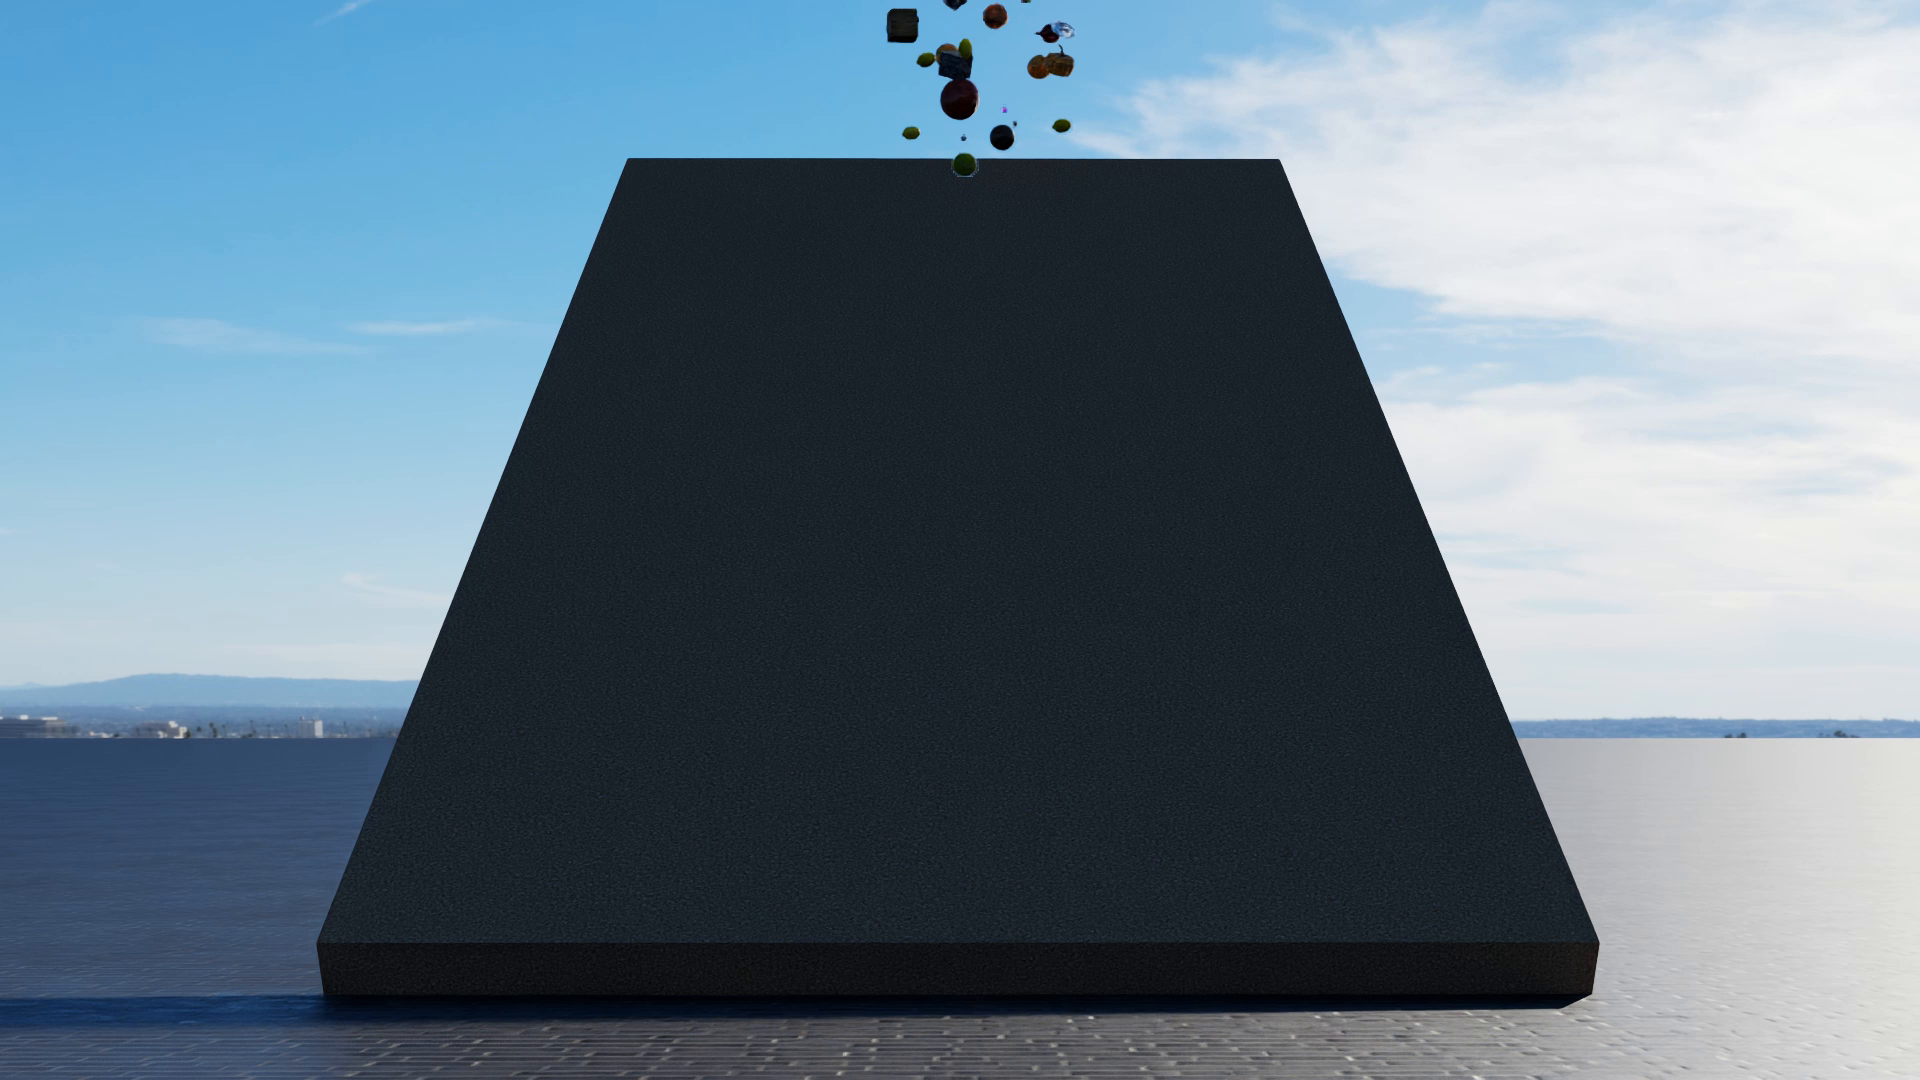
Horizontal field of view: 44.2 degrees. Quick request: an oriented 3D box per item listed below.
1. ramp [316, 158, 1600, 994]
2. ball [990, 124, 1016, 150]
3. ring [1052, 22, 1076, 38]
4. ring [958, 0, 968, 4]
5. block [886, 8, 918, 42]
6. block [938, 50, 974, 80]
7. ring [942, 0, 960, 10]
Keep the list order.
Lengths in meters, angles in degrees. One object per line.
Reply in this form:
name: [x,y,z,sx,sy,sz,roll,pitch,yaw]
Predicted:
ramp: [-0.010,-0.227,5.496,2.000,0.100,4.000,0,27,0]
ball: [0.123,-1.164,6.839,0.074,0.074,0.074,0,-5,0]
ring: [0.310,-1.531,7.103,0.078,0.026,0.078,18,30,-11]
ring: [0.002,-1.646,7.050,0.035,0.106,0.106,2,-5,-33]
block: [-0.169,-1.500,6.905,0.080,0.080,0.080,-1,-1,-11]
block: [-0.012,-1.360,6.778,0.067,0.067,0.067,22,27,29]
ring: [-0.037,-1.590,6.955,0.087,0.029,0.087,39,11,-9]
